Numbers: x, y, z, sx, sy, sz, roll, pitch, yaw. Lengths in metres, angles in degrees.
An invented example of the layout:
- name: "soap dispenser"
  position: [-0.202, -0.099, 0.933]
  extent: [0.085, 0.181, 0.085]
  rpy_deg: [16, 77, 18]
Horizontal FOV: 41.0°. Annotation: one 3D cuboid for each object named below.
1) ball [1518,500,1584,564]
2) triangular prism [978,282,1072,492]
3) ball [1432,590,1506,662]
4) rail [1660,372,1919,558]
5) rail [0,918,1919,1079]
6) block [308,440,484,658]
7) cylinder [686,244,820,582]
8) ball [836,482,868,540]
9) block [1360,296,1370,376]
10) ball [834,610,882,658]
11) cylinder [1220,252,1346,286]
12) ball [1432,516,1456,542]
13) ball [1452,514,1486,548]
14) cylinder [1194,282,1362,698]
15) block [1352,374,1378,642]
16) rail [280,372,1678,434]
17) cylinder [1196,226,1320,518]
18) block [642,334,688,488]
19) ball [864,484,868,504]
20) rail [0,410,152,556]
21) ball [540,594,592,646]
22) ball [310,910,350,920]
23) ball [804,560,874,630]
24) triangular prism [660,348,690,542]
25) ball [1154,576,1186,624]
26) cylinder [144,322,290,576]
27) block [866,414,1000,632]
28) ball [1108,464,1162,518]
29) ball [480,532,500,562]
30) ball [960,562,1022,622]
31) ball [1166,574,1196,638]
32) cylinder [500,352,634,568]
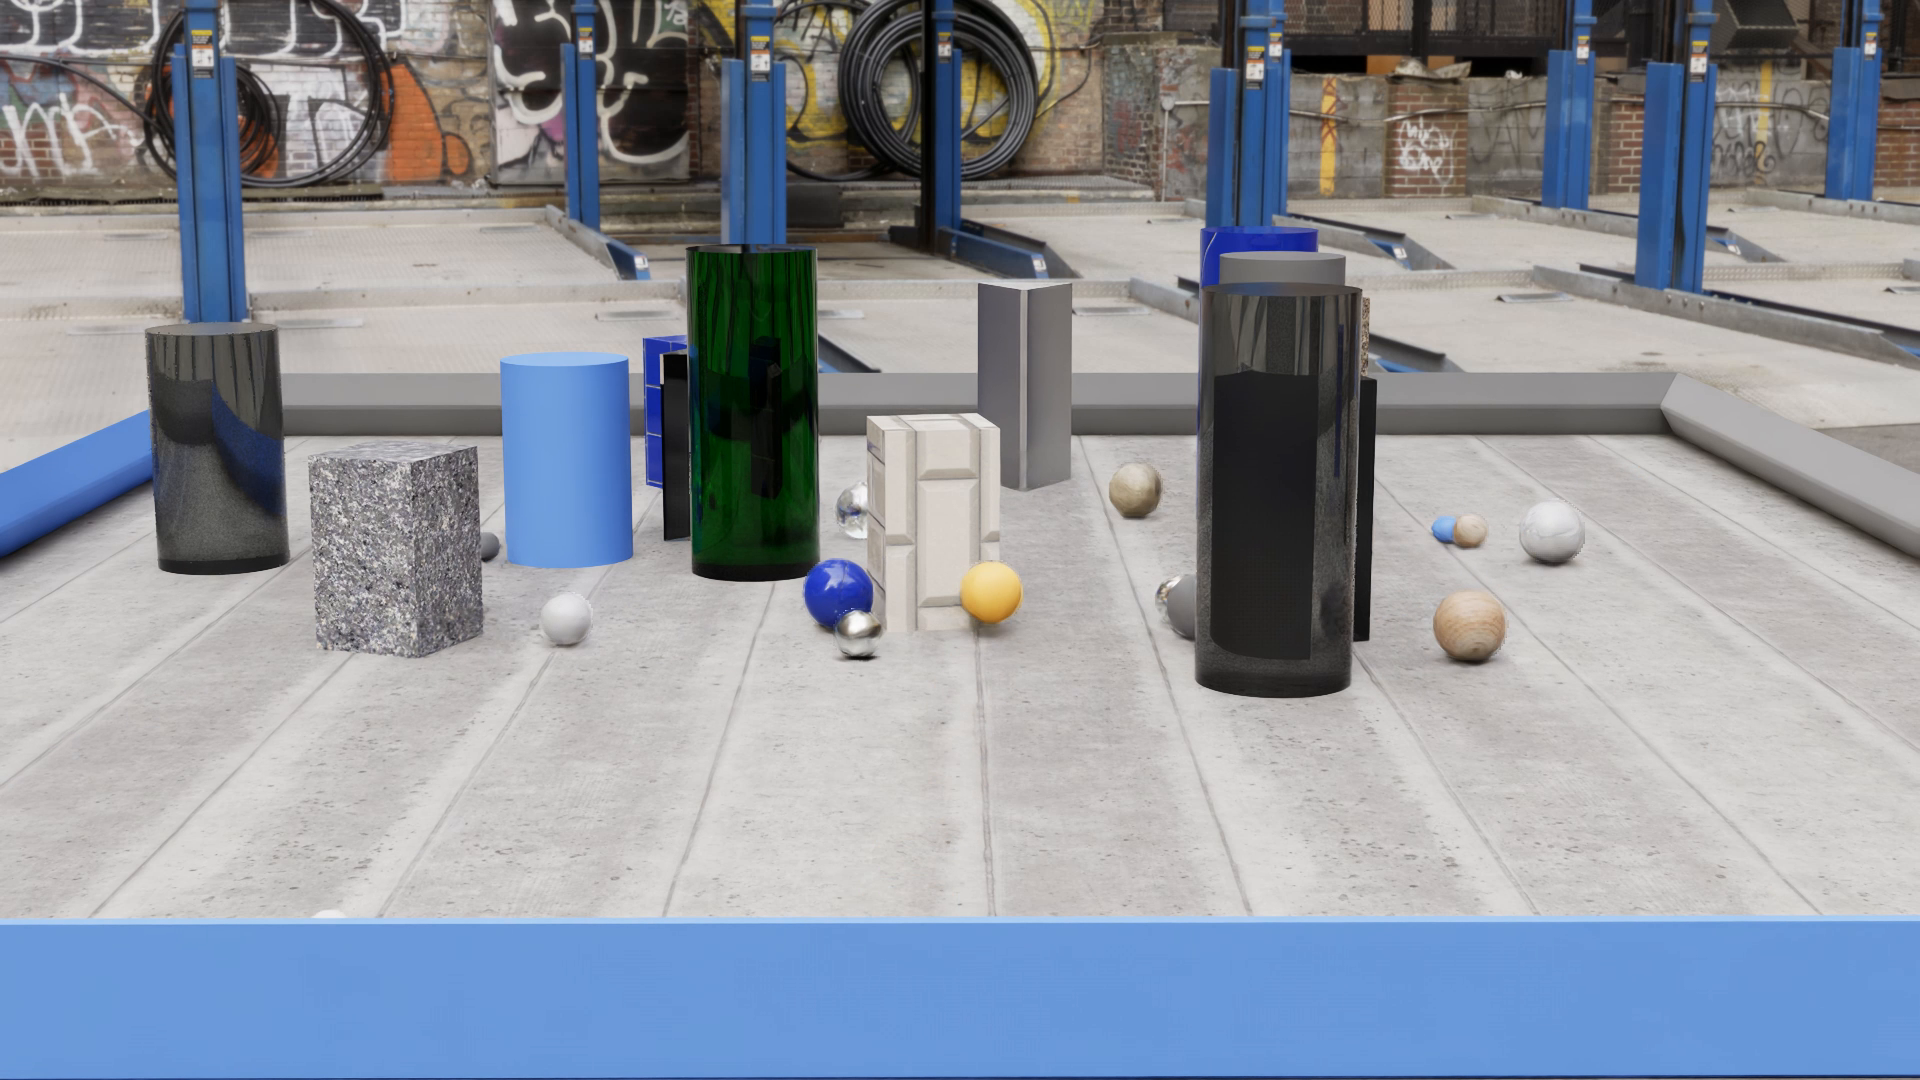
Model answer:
- name: "ball"
  position: [0.865, -0.011, 3.758]
  extent: [0.094, 0.094, 0.094]
  rpy_deg: [0, 11, 0]
- name: "triangular prism"
  position: [0.092, -0.272, 4.469]
  extent: [0.140, 0.346, 0.162]
  rpy_deg: [7, 12, 32]
- name: "ball"
  position: [0.626, 0.105, 3.152]
  extent: [0.089, 0.089, 0.089]
  rpy_deg: [0, 11, 0]
- name: "rail"
  position: [1.401, 0.030, 3.457]
  extent: [0.045, 0.121, 3.265]
  rpy_deg: [0, 11, 0]
- name: "rail"
  position: [0.009, 0.327, 1.868]
  extent: [2.850, 0.121, 0.045]
  rpy_deg: [0, 11, 0]
- name: "block"
  position: [-0.710, 0.008, 3.241]
  extent: [0.150, 0.245, 0.150]
  rpy_deg: [4, 11, 22]
- name: "cylinder"
  position: [-0.296, -0.186, 3.684]
  extent: [0.187, 0.464, 0.187]
  rpy_deg: [0, 11, 0]
- name: "ball"
  position: [-0.149, -0.045, 3.956]
  extent: [0.087, 0.087, 0.087]
  rpy_deg: [0, 11, 0]
- name: "block"
  position: [0.602, -0.261, 4.464]
  extent: [0.150, 0.325, 0.150]
  rpy_deg: [-7, 13, -34]
- name: "ball"
  position: [-0.126, 0.117, 3.167]
  extent: [0.059, 0.059, 0.059]
  rpy_deg: [0, 11, 0]
- name: "cylinder"
  position: [0.481, -0.208, 3.866]
  extent: [0.187, 0.440, 0.187]
  rpy_deg: [0, 11, 0]
- name: "ball"
  position: [0.744, -0.017, 3.930]
  extent: [0.042, 0.042, 0.042]
  rpy_deg: [0, 11, 0]
- name: "ball"
  position: [0.772, -0.013, 3.885]
  extent: [0.051, 0.051, 0.051]
  rpy_deg: [0, 11, 0]
- name: "cylinder"
  position: [0.373, -0.062, 3.020]
  extent: [0.187, 0.466, 0.187]
  rpy_deg: [0, 11, 0]
- name: "block"
  position: [0.431, -0.046, 3.288]
  extent: [0.150, 0.334, 0.150]
  rpy_deg: [-3, 11, -13]
- name: "rail"
  position: [-0.009, -0.264, 5.031]
  extent: [2.850, 0.121, 0.045]
  rpy_deg: [0, 11, 0]
- name: "cylinder"
  position: [0.474, -0.263, 4.103]
  extent: [0.187, 0.463, 0.187]
  rpy_deg: [0, 11, 0]
- name: "block"
  position: [-0.442, -0.220, 4.433]
  extent: [0.150, 0.257, 0.150]
  rpy_deg: [-8, 13, -38]
- name: "ball"
  position: [-0.134, -0.076, 4.225]
  extent: [0.050, 0.050, 0.050]
  rpy_deg: [0, 11, 0]
- name: "rail"
  position: [-1.401, 0.033, 3.442]
  extent: [0.045, 0.121, 3.265]
  rpy_deg: [0, 11, 0]
- name: "ball"
  position: [-0.497, 0.101, 3.239]
  extent: [0.065, 0.065, 0.065]
  rpy_deg: [0, 11, 0]
- name: "ball"
  position: [-0.518, 0.324, 2.106]
  extent: [0.041, 0.041, 0.041]
  rpy_deg: [0, 11, 0]
- name: "ball"
  position: [-0.157, 0.071, 3.327]
  extent: [0.091, 0.091, 0.091]
  rpy_deg: [0, 11, 0]
- name: "triangular prism"
  position: [-0.382, -0.154, 3.995]
  extent: [0.162, 0.288, 0.140]
  rpy_deg: [-1, 11, -7]
- name: "ball"
  position: [0.288, 0.079, 3.349]
  extent: [0.066, 0.066, 0.066]
  rpy_deg: [0, 11, 0]
- name: "cylinder"
  position: [-1.082, -0.136, 3.742]
  extent: [0.187, 0.345, 0.187]
  rpy_deg: [0, 11, 0]
- name: "block"
  position: [-0.036, -0.025, 3.377]
  extent: [0.150, 0.261, 0.150]
  rpy_deg: [-2, 11, -11]
- name: "ball"
  position: [0.283, -0.080, 4.147]
  extent: [0.087, 0.087, 0.087]
  rpy_deg: [0, 11, 0]
- name: "ball"
  position: [-0.700, 0.009, 3.782]
  extent: [0.044, 0.044, 0.044]
  rpy_deg: [0, 11, 0]
- name: "ball"
  position: [0.039, 0.067, 3.290]
  extent: [0.079, 0.079, 0.079]
  rpy_deg: [0, 11, 0]
- name: "ball"
  position: [0.305, 0.085, 3.273]
  extent: [0.082, 0.082, 0.082]
  rpy_deg: [0, 11, 0]
- name: "cylinder"
  position: [-0.581, -0.121, 3.798]
  extent: [0.187, 0.295, 0.187]
  rpy_deg: [0, 11, 0]
